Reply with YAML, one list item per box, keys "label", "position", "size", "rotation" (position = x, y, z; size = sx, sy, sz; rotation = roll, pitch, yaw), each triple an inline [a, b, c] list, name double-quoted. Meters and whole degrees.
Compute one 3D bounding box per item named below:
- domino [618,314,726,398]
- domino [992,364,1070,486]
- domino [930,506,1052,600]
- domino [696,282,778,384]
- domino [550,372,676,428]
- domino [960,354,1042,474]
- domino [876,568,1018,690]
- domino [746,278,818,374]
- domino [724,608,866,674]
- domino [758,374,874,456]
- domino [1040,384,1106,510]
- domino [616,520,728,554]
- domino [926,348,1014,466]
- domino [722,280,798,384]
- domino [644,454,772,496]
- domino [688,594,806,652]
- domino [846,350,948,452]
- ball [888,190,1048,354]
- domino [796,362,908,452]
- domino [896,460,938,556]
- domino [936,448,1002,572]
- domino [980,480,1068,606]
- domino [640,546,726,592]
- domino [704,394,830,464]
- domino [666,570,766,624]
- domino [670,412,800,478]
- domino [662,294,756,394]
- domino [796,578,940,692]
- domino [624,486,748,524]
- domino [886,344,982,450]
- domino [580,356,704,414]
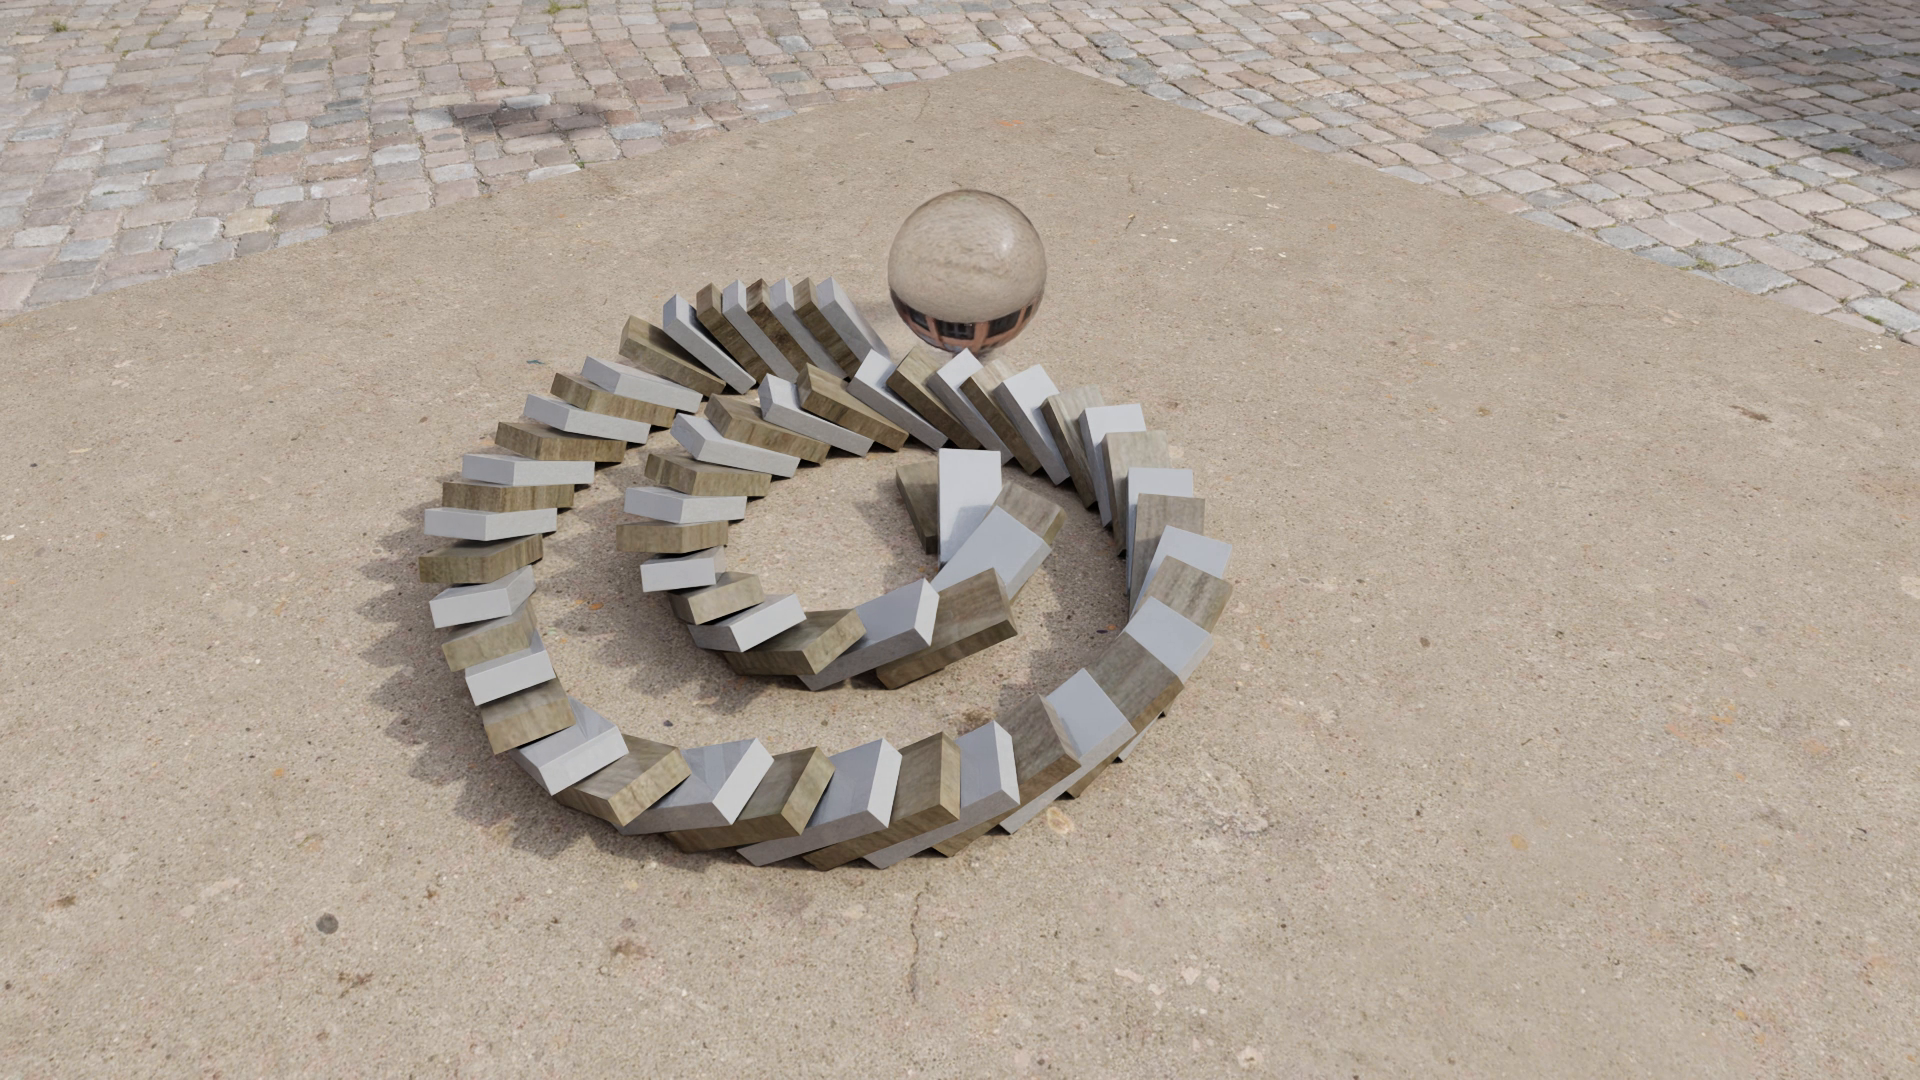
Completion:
- label: "domino"
  position: [-0.137, -0.088, 0.528]
  size: [0.050, 0.009, 0.025]
  rotation: [25, 28, -27]
- label: "domino"
  position: [0.038, -0.051, 0.482]
  size: [0.025, 0.010, 0.050]
  rotation: [-31, 85, -38]
- label: "domino"
  position: [0.007, 0.014, 0.404]
  size: [0.025, 0.009, 0.050]
  rotation: [38, 86, 31]
- label: "domino"
  position: [-0.108, -0.099, 0.534]
  size: [0.010, 0.050, 0.025]
  rotation: [-32, 39, 12]
- label: "domino"
  position: [-0.156, -0.063, 0.498]
  size: [0.025, 0.009, 0.050]
  rotation: [25, 9, 28]
- label: "domino"
  position: [0.025, -0.056, 0.489]
  size: [0.050, 0.009, 0.025]
  rotation: [52, 50, 0]
- label: "domino"
  position: [-0.006, 0.031, 0.387]
  size: [0.050, 0.009, 0.025]
  rotation: [-25, 44, 11]
- label: "domino"
  position: [-0.085, -0.101, 0.537]
  size: [0.009, 0.050, 0.025]
  rotation: [-30, 38, 13]
- label: "domino"
  position: [-0.058, 0.035, 0.380]
  size: [0.050, 0.010, 0.025]
  rotation: [-8, 25, 48]
- label: "domino"
  position: [-0.064, -0.056, 0.491]
  size: [0.050, 0.010, 0.025]
  rotation: [19, 30, -30]
- label: "domino"
  position: [0.056, -0.040, 0.472]
  size: [0.025, 0.010, 0.050]
  rotation: [-18, 77, -21]
- label: "domino"
  position: [-0.110, -0.002, 0.423]
  size: [0.025, 0.010, 0.050]
  rotation: [2, 4, 7]
- label: "domino"
  position: [0.011, -0.060, 0.494]
  size: [0.050, 0.010, 0.025]
  rotation: [47, 49, -4]
- label: "domino"
  position: [-0.096, -0.100, 0.536]
  size: [0.010, 0.050, 0.025]
  rotation: [-30, 38, 13]
- label: "domino"
  position: [-0.104, -0.027, 0.456]
  size: [0.025, 0.010, 0.050]
  rotation: [21, 10, 23]
- label: "domino"
  position: [-0.076, 0.029, 0.386]
  size: [0.025, 0.009, 0.050]
  rotation: [-28, 11, -28]
- label: "domino"
  position: [-0.025, -0.064, 0.502]
  size: [0.050, 0.010, 0.025]
  rotation: [33, 40, -10]
- label: "ball"
  position: [0.004, -0.134, 0.551]
  size: [0.080, 0.080, 0.080]
  rotation: [0, 39, 0]
- label: "domino"
  position: [-0.048, -0.060, 0.494]
  size: [0.050, 0.010, 0.025]
  rotation: [23, 28, -29]
- label: "domino"
  position: [-0.009, -0.015, 0.462]
  size: [0.025, 0.009, 0.050]
  rotation: [-11, 41, -13]
- label: "domino"
  position: [0.004, -0.012, 0.440]
  size: [0.025, 0.010, 0.050]
  rotation: [2, 65, -7]
- label: "domino"
  position: [0.016, 0.005, 0.416]
  size: [0.025, 0.009, 0.050]
  rotation: [29, 81, 27]
- label: "domino"
  position: [-0.102, 0.010, 0.410]
  size: [0.025, 0.010, 0.050]
  rotation: [-6, 6, -7]
- label: "domino"
  position: [-0.084, -0.048, 0.481]
  size: [0.050, 0.009, 0.025]
  rotation: [13, 22, -41]
- label: "domino"
  position: [-0.089, 0.020, 0.397]
  size: [0.025, 0.009, 0.050]
  rotation: [-19, 7, -22]
- label: "domino"
  position: [-0.096, -0.040, 0.472]
  size: [0.050, 0.010, 0.025]
  rotation: [9, 24, -48]
- label: "domino"
  position: [-0.121, -0.094, 0.531]
  size: [0.010, 0.050, 0.025]
  rotation: [-38, 38, 16]
- label: "domino"
  position: [-0.032, 0.033, 0.383]
  size: [0.050, 0.009, 0.025]
  rotation: [-23, 33, 24]
- label: "domino"
  position: [-0.109, -0.014, 0.440]
  size: [0.025, 0.009, 0.050]
  rotation: [12, 7, 16]
- label: "domino"
  position: [-0.008, -0.064, 0.498]
  size: [0.050, 0.010, 0.025]
  rotation: [40, 41, -10]
- label: "domino"
  position: [-0.147, -0.072, 0.509]
  size: [0.025, 0.010, 0.050]
  rotation: [28, 10, 30]
